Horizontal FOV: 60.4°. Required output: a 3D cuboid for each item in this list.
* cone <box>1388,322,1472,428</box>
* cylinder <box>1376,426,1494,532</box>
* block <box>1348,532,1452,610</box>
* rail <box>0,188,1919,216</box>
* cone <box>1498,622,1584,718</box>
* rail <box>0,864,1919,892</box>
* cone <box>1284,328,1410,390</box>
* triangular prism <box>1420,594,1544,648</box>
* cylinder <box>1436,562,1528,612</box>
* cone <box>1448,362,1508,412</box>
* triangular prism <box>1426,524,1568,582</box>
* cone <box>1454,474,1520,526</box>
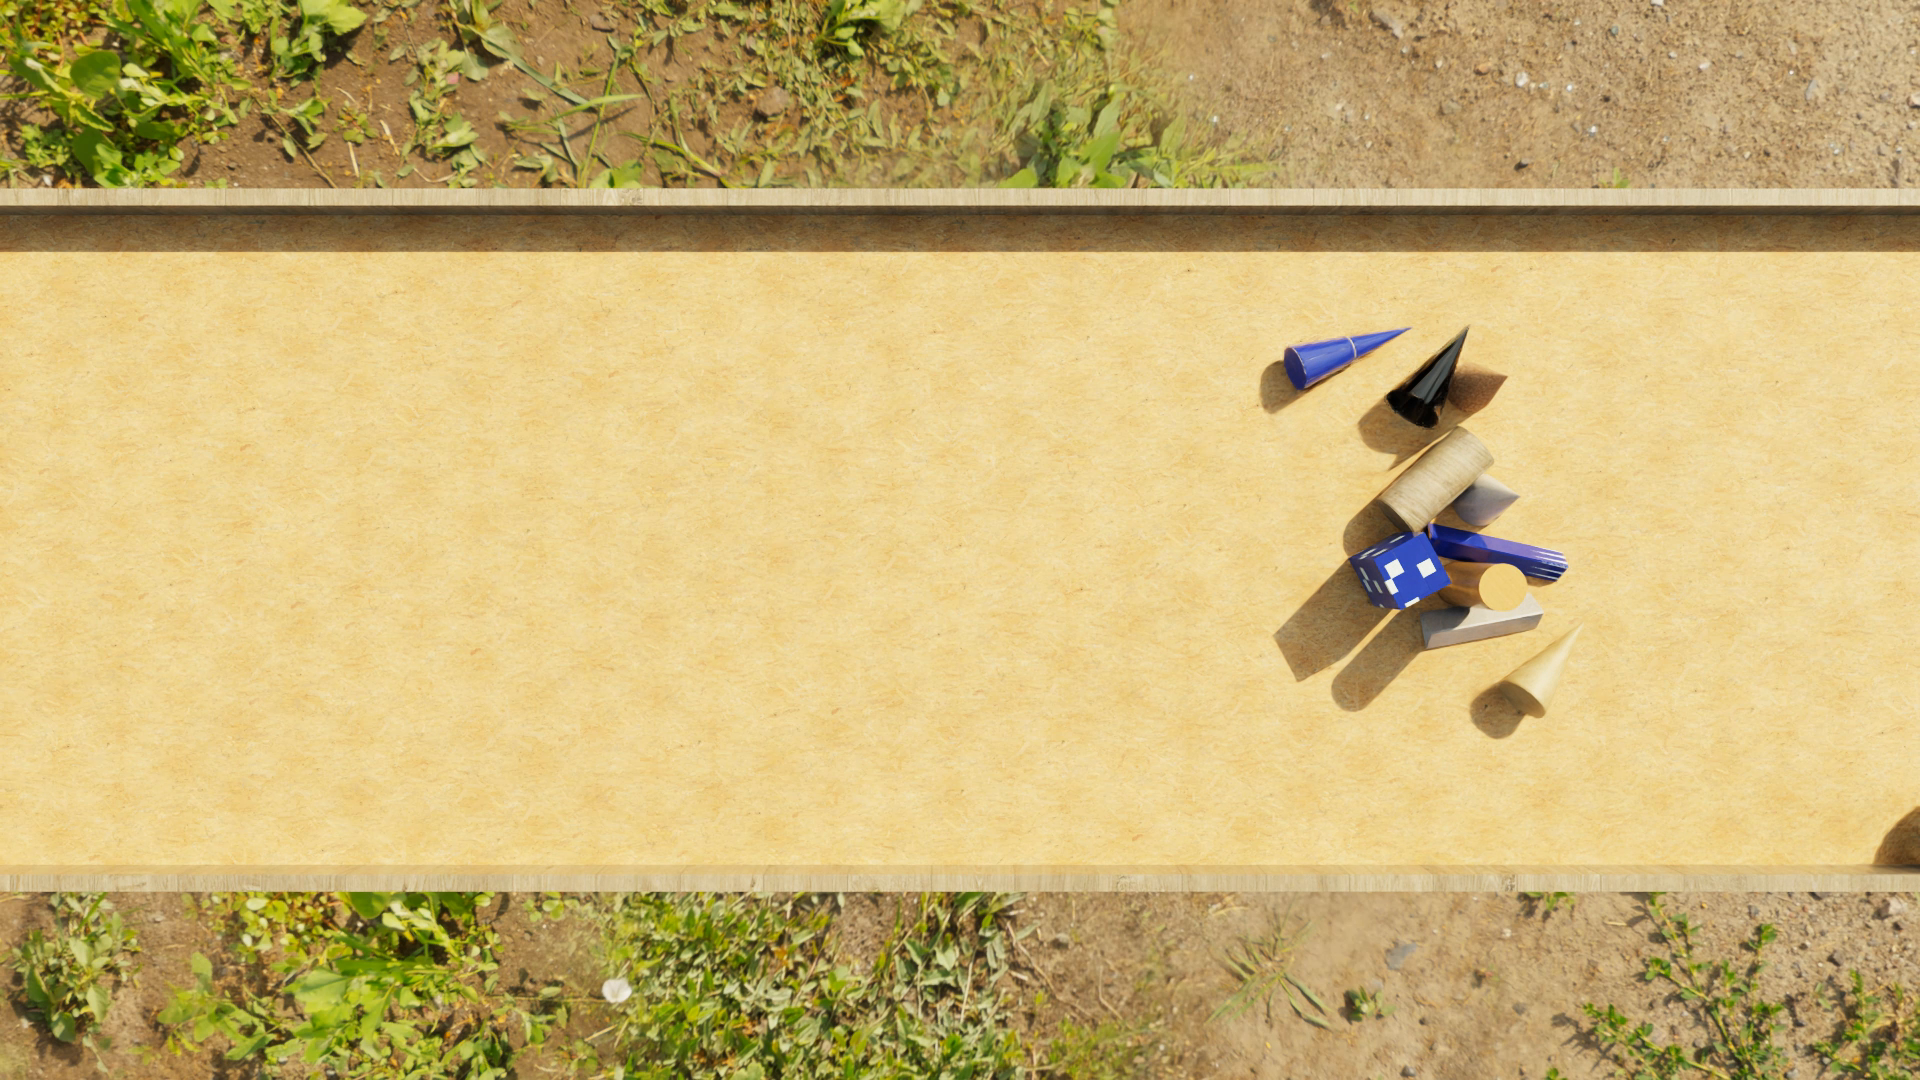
[{"bbox_3d":[1.472,-0.535,5.034,0.174,0.174,0.354,37,76,0],"label":"cone"},{"bbox_3d":[1.438,-0.177,4.996,0.328,0.160,0.160,-42,90,0],"label":"cylinder"},{"bbox_3d":[1.308,0.090,4.920,0.167,0.312,0.167,-28,90,0],"label":"block"},{"bbox_3d":[-2.247,-1.025,5.002,12.000,0.150,0.050,0,90,0],"label":"rail"},{"bbox_3d":[1.814,0.364,5.037,0.161,0.161,0.335,43,76,0],"label":"cone"},{"bbox_3d":[-2.247,1.025,5.001,12.000,0.150,0.050,0,90,0],"label":"rail"},{"bbox_3d":[1.207,-0.588,5.042,0.411,0.138,0.138,-20,90,-10],"label":"cone"},{"bbox_3d":[1.593,0.249,5.026,0.344,0.095,0.110,-11,90,0],"label":"triangular prism"},{"bbox_3d":[1.531,0.134,4.861,0.136,0.430,0.136,0,90,0],"label":"cylinder"},{"bbox_3d":[1.571,-0.469,4.899,0.153,0.355,0.153,0,90,0],"label":"cone"},{"bbox_3d":[1.635,0.037,5.035,0.426,0.080,0.092,12,90,0],"label":"triangular prism"},{"bbox_3d":[1.599,-0.124,4.887,0.164,0.379,0.164,0,90,0],"label":"cone"}]
